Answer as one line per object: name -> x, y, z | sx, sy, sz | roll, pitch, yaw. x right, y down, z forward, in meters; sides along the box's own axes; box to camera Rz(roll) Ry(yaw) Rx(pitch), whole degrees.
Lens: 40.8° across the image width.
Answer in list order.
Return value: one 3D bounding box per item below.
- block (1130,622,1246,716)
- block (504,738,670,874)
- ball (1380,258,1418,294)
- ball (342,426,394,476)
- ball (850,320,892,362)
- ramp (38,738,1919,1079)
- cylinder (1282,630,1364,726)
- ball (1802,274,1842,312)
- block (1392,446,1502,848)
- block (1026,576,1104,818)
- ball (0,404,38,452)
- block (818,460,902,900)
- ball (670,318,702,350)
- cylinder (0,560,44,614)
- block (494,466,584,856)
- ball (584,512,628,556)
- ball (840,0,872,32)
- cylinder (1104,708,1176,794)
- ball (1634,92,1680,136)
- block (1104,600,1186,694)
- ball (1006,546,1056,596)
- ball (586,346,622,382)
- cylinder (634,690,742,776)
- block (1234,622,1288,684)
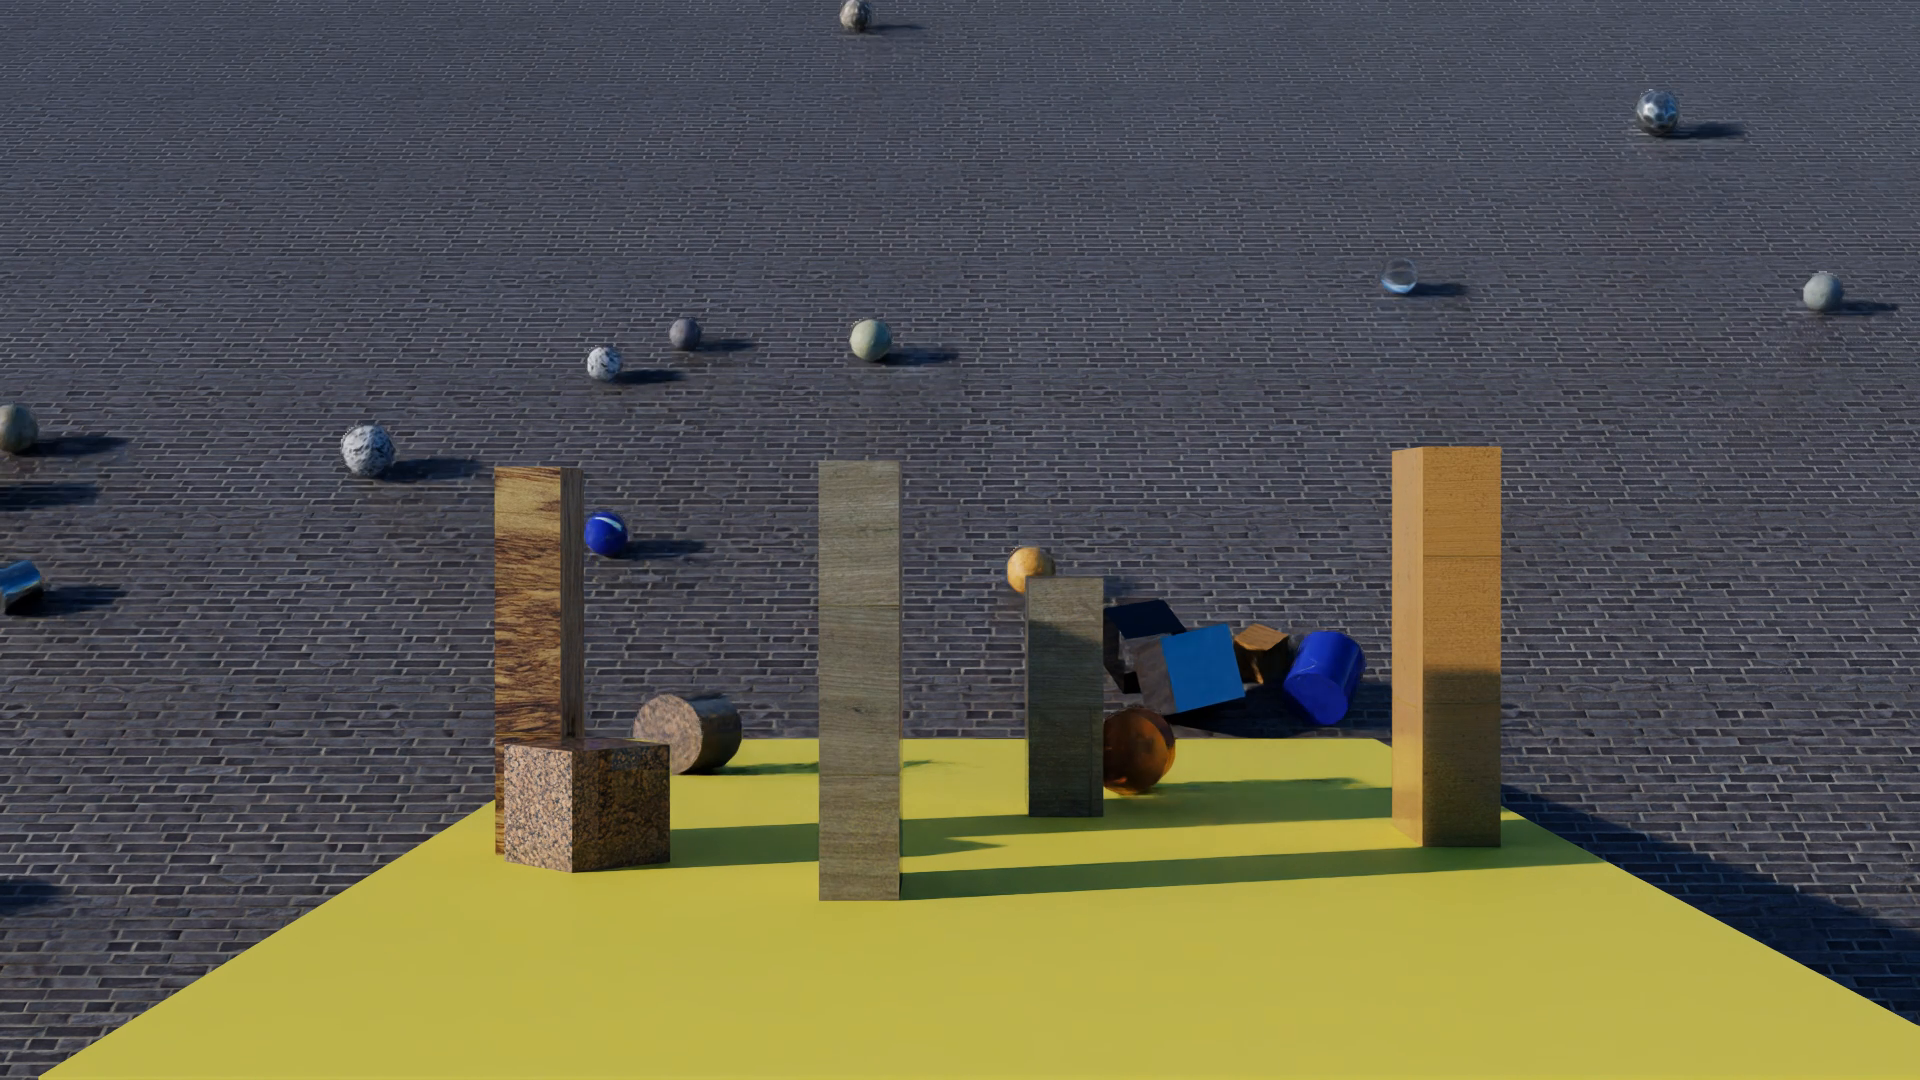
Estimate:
block -> 0.599, 0.346, 6.814 | 0.199, 0.199, 0.199 | -12, -5, -21
block -> -0.614, 0.433, 4.256 | 0.194, 0.194, 0.194 | 0, 1, -43
ball -> 1.590, -0.957, 9.356 | 0.134, 0.134, 0.134 | 0, 29, 0
ball -> -1.850, -0.277, 8.082 | 0.160, 0.160, 0.160 | 0, 29, 0
ball -> -0.306, -0.683, 8.846 | 0.142, 0.142, 0.142 | 0, 29, 0
ramp -> 0.064, 0.576, 4.620 | 2.000, 0.100, 4.000 | 0, 0, 0
cylinder -> 0.963, 0.366, 6.851 | 0.180, 0.180, 0.180 | 11, 40, 19
ball -> 3.075, -0.880, 9.214 | 0.135, 0.135, 0.135 | 0, 29, 0
block -> 0.862, 0.182, 4.596 | 0.134, 0.688, 0.315 | 0, 0, 0
block -> 0.200, 0.297, 5.015 | 0.141, 0.451, 0.259 | 0, 0, 0
ball -> -3.017, -0.355, 8.231 | 0.154, 0.154, 0.154 | 0, 29, 0
block -> -0.149, 0.207, 3.946 | 0.119, 0.650, 0.259 | 0, 0, 0
ball -> -0.948, -0.711, 8.930 | 0.109, 0.109, 0.109 | 0, 29, 0
cylinder -> -2.697, 0.132, 7.371 | 0.118, 0.118, 0.118 | 25, 37, 37
block -> -0.725, 0.202, 4.470 | 0.110, 0.652, 0.271 | 0, 0, 0
ball -> -1.046, -0.019, 7.639 | 0.130, 0.130, 0.130 | 0, 29, 0
ball -> -0.486, -2.451, 12.084 | 0.150, 0.150, 0.150 | 0, 29, 0
cylinder -> 0.357, 0.437, 5.363 | 0.165, 0.165, 0.165 | 6, 2, 11
ball -> 2.920, -1.787, 10.829 | 0.183, 0.183, 0.183 | 0, 29, 0
block -> 0.499, 0.289, 7.028 | 0.172, 0.172, 0.172 | -8, 30, -15
ball -> 0.205, 0.090, 7.425 | 0.143, 0.143, 0.143 | 0, 29, 0
ball -> -1.198, -0.592, 8.704 | 0.118, 0.118, 0.118 | 0, 29, 0
cylinder -> -0.605, 0.429, 5.762 | 0.176, 0.176, 0.176 | 14, 6, 24
block -> 0.820, 0.310, 7.059 | 0.107, 0.107, 0.107 | 21, 35, 34
